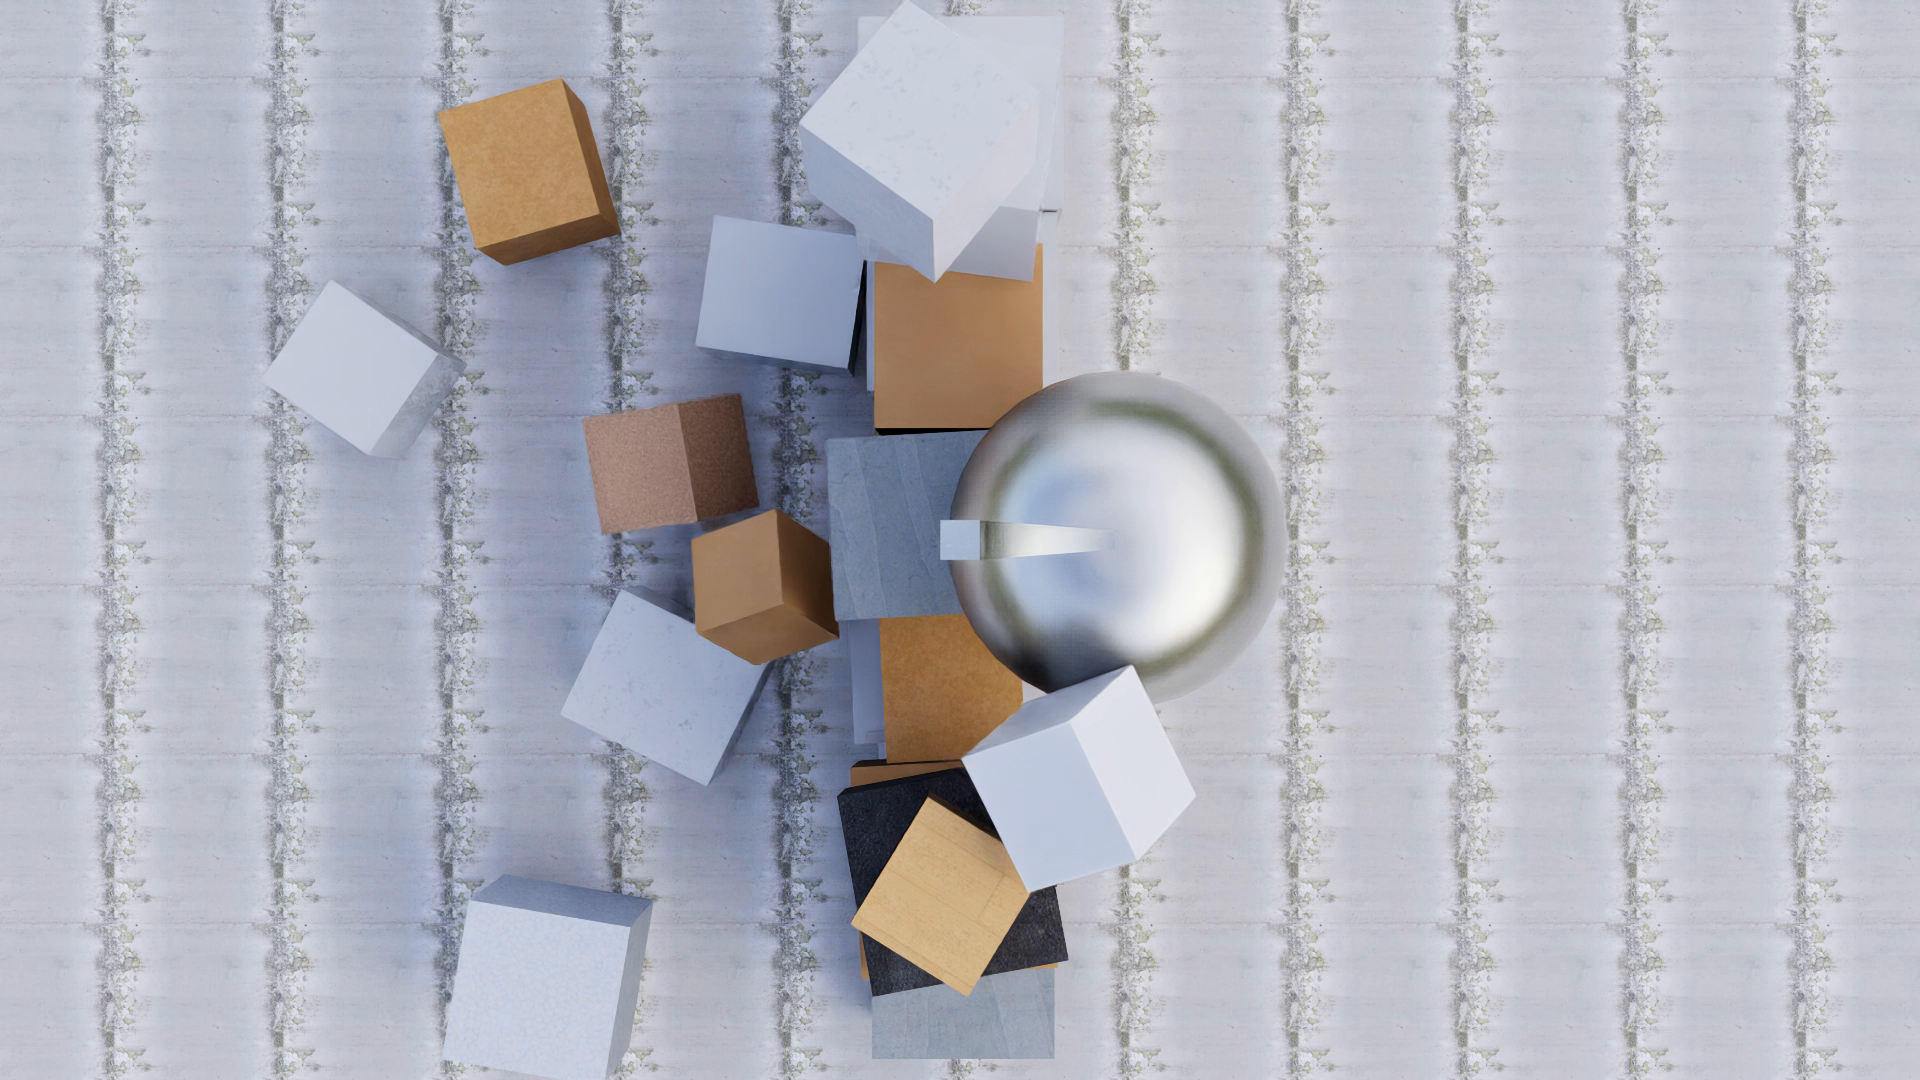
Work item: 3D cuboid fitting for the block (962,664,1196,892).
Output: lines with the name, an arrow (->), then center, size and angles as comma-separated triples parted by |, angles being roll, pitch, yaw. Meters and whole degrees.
block -> 0.531, 1.047, 9.697 | 0.590, 0.657, 0.665 | -23, 97, 34

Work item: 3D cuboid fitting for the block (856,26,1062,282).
block -> -0.014, -1.867, 10.735 | 0.880, 0.869, 0.834 | 8, 75, 2

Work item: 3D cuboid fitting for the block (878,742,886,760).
block -> -0.004, 1.527, 12.583 | 0.888, 0.835, 0.825 | 0, 90, 0

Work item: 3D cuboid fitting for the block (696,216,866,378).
block -> -0.999, -1.386, 12.638 | 0.860, 0.723, 0.739 | 8, 90, 0

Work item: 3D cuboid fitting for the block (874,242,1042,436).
block -> -0.007, -1.032, 11.561 | 0.849, 0.953, 0.934 | 0, 90, 0

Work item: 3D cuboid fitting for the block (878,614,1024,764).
block -> -0.035, 0.764, 11.753 | 0.724, 0.700, 0.756 | -3, 89, 1

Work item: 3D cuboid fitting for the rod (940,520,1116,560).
rod -> 0.320, 0.000, 7.005 | 0.080, 5.200, 0.080 | 0, 90, 7

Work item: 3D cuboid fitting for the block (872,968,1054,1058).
block -> 0.018, 2.392, 12.513 | 0.998, 0.974, 0.892 | 0, 90, 0

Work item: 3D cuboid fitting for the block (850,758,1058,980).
block -> -0.030, 1.678, 11.553 | 0.988, 0.976, 1.058 | -3, 86, 0

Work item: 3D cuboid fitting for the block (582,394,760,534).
block -> -1.640, -0.435, 12.530 | 0.638, 0.682, 0.656 | -7, 95, 26

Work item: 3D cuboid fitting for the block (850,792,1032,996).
block -> -0.054, 1.602, 10.039 | 0.613, 0.537, 0.658 | 32, 87, 2

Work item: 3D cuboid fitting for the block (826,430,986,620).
block -> -0.153, -0.072, 11.595 | 1.004, 1.023, 0.918 | -3, 89, 0

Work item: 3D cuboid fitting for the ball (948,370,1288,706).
ball -> 0.738, 0.000, 10.379 | 1.600, 1.600, 1.600 | 0, 90, 0

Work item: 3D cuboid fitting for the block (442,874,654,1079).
block -> -2.325, 2.486, 12.530 | 0.899, 0.940, 0.885 | 10, 90, 0

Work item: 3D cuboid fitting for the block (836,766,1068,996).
block -> -0.034, 1.609, 10.688 | 0.933, 0.759, 0.948 | -10, 86, -1

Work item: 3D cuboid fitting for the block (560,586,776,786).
block -> -1.639, 0.817, 12.588 | 0.909, 0.824, 0.776 | 26, 90, 0

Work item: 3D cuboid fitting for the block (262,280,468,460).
block -> -3.402, -0.964, 12.626 | 0.728, 0.749, 0.687 | 35, 90, 0

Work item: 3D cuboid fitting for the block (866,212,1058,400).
block -> 0.012, -1.307, 12.519 | 1.043, 0.963, 0.973 | 0, 90, 0

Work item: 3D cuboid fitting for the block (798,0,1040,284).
block -> -0.176, -1.780, 9.886 | 0.740, 0.723, 0.757 | 37, 78, 9

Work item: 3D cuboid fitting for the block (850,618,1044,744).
block -> -0.036, 0.605, 12.552 | 1.133, 0.896, 0.987 | -2, 90, 0

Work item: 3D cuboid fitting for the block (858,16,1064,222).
block -> 0.005, -2.320, 12.462 | 1.110, 1.077, 1.036 | 0, 90, 0

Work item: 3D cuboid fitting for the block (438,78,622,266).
block -> -2.453, -2.094, 12.608 | 0.714, 0.784, 0.787 | -16, 90, 0

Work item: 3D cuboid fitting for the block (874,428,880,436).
block -> -0.026, -0.364, 12.588 | 0.904, 0.825, 0.912 | 0, 90, 0

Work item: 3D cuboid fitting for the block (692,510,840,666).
block -> -1.054, 0.265, 11.934 | 0.549, 0.564, 0.565 | -19, 61, 23
